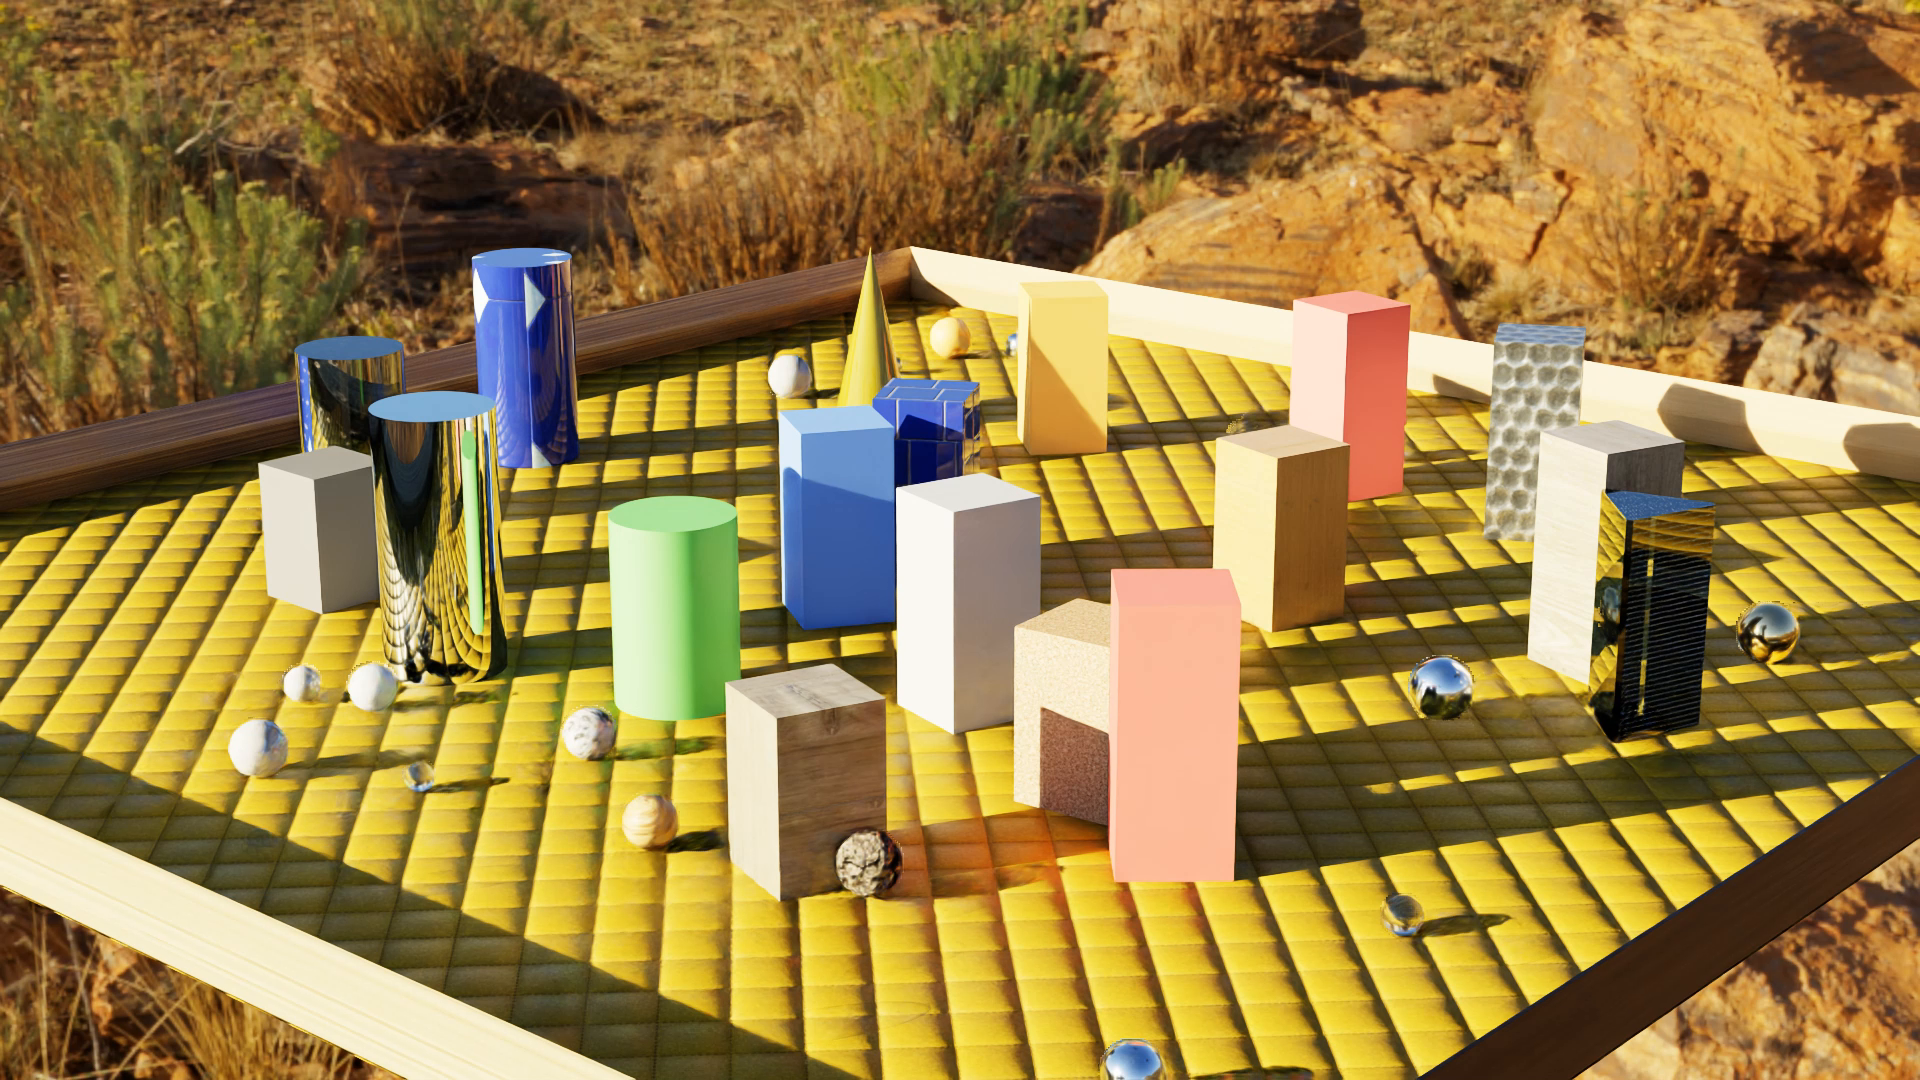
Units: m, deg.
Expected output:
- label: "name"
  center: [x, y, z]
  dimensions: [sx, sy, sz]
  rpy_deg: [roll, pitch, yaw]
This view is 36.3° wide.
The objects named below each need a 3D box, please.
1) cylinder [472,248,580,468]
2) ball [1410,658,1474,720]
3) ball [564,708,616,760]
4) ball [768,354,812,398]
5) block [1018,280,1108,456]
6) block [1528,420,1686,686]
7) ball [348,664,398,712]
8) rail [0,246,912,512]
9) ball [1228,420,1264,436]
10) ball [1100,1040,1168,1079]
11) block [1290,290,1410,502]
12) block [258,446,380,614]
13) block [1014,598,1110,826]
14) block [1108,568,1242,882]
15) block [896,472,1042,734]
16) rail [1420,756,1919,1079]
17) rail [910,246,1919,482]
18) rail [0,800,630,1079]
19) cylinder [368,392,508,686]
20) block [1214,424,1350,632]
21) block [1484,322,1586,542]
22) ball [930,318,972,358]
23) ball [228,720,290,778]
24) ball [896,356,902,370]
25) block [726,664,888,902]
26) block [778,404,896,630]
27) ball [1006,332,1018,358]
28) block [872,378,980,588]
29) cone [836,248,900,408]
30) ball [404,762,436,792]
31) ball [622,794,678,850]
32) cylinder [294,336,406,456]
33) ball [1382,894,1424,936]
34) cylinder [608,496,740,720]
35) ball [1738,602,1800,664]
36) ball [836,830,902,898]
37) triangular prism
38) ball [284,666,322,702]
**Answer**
- label: "cylinder"
  center: [-0.883, -0.371, 5.971]
  dimensions: [0.200, 0.414, 0.200]
  rpy_deg: [0, 17, 0]
- label: "ball"
  center: [0.744, 0.230, 4.525]
  dimensions: [0.097, 0.097, 0.097]
  rpy_deg: [0, 17, 0]
- label: "ball"
  center: [-0.551, 0.288, 4.363]
  dimensions: [0.078, 0.078, 0.078]
  rpy_deg: [0, 17, 0]
- label: "ball"
  center: [-0.376, -0.362, 6.489]
  dimensions: [0.097, 0.097, 0.097]
  rpy_deg: [0, 17, 0]
- label: "block"
  center: [0.212, -0.358, 6.076]
  dimensions: [0.160, 0.329, 0.160]
  rpy_deg: [-2, 17, -8]
- label: "block"
  center: [1.040, 0.019, 4.726]
  dimensions: [0.160, 0.384, 0.160]
  rpy_deg: [-9, 19, -28]
- label: "ball"
  center: [-0.913, 0.230, 4.561]
  dimensions: [0.075, 0.075, 0.075]
  rpy_deg: [0, 17, 0]
- label: "rail"
  center: [-1.292, -0.291, 6.193]
  dimensions: [0.045, 0.130, 3.606]
  rpy_deg: [14, 22, 39]
- label: "ball"
  center: [0.587, -0.205, 5.998]
  dimensions: [0.080, 0.080, 0.080]
  rpy_deg: [0, 17, 0]
- label: "ball"
  center: [0.196, 0.605, 3.316]
  dimensions: [0.076, 0.076, 0.076]
  rpy_deg: [0, 17, 0]
- label: "block"
  center: [0.760, -0.282, 5.740]
  dimensions: [0.160, 0.375, 0.160]
  rpy_deg: [-11, 20, -32]
- label: "block"
  center: [-1.099, -0.020, 5.105]
  dimensions: [0.160, 0.240, 0.160]
  rpy_deg: [15, 22, 40]
- label: "block"
  center: [0.189, 0.243, 4.191]
  dimensions: [0.160, 0.264, 0.160]
  rpy_deg: [12, 20, 34]
- label: "block"
  center: [0.286, 0.249, 3.954]
  dimensions: [0.160, 0.390, 0.160]
  rpy_deg: [0, 17, -1]
- label: "block"
  center: [0.013, 0.095, 4.527]
  dimensions: [0.160, 0.353, 0.160]
  rpy_deg: [-11, 20, -32]
- label: "rail"
  center: [1.292, 0.356, 4.046]
  dimensions: [0.045, 0.130, 3.606]
  rpy_deg: [14, 22, 39]
- label: "rail"
  center: [1.167, -0.355, 6.406]
  dimensions: [3.468, 0.130, 0.045]
  rpy_deg: [14, 22, 39]
- label: "rail"
  center: [-1.167, 0.420, 3.833]
  dimensions: [3.468, 0.130, 0.045]
  rpy_deg: [14, 22, 39]
- label: "cylinder"
  center: [-0.837, -0.004, 4.713]
  dimensions: [0.200, 0.435, 0.200]
  rpy_deg: [0, 17, 0]
- label: "block"
  center: [0.546, -0.021, 5.000]
  dimensions: [0.160, 0.304, 0.160]
  rpy_deg: [-11, 20, -32]
- label: "block"
  center: [1.072, -0.199, 5.465]
  dimensions: [0.160, 0.377, 0.160]
  rpy_deg: [4, 17, 13]
- label: "ball"
  center: [-0.022, -0.472, 6.854]
  dimensions: [0.098, 0.098, 0.098]
  rpy_deg: [0, 17, 0]
- label: "ball"
  center: [-1.026, 0.305, 4.293]
  dimensions: [0.086, 0.086, 0.086]
  rpy_deg: [0, 17, 0]
- label: "ball"
  center: [-0.155, -0.399, 6.700]
  dimensions: [0.046, 0.046, 0.046]
  rpy_deg: [0, 17, 0]
- label: "block"
  center: [-0.206, 0.323, 3.937]
  dimensions: [0.160, 0.258, 0.160]
  rpy_deg: [-9, 19, -27]
- label: "block"
  center: [-0.210, -0.040, 4.997]
  dimensions: [0.160, 0.342, 0.160]
  rpy_deg: [-5, 17, -16]
- label: "ball"
  center: [0.137, -0.455, 6.861]
  dimensions: [0.061, 0.061, 0.061]
  rpy_deg: [0, 17, 0]
- label: "block"
  center: [-0.058, -0.098, 5.189]
  dimensions: [0.160, 0.342, 0.160]
  rpy_deg: [3, 17, 11]
- label: "cone"
  center: [-0.177, -0.363, 5.870]
  dimensions: [0.200, 0.457, 0.200]
  rpy_deg: [0, 17, 0]
- label: "ball"
  center: [-0.781, 0.343, 4.240]
  dimensions: [0.044, 0.044, 0.044]
  rpy_deg: [0, 17, 0]
- label: "ball"
  center: [-0.426, 0.388, 4.033]
  dimensions: [0.078, 0.078, 0.078]
  rpy_deg: [0, 17, 0]
- label: "cylinder"
  center: [-1.140, -0.197, 5.521]
  dimensions: [0.200, 0.339, 0.200]
  rpy_deg: [0, 17, 0]
- label: "ball"
  center: [0.568, 0.482, 3.763]
  dimensions: [0.053, 0.053, 0.053]
  rpy_deg: [0, 17, 0]
- label: "cylinder"
  center: [-0.444, 0.105, 4.581]
  dimensions: [0.200, 0.304, 0.200]
  rpy_deg: [0, 17, 0]
- label: "ball"
  center: [1.319, 0.152, 4.782]
  dimensions: [0.098, 0.098, 0.098]
  rpy_deg: [0, 17, 0]
- label: "ball"
  center: [-0.120, 0.427, 3.870]
  dimensions: [0.088, 0.088, 0.088]
  rpy_deg: [0, 17, 0]
- label: "triangular prism"
  center: [1.025, 0.108, 4.486]
  dimensions: [0.173, 0.352, 0.150]
  rpy_deg: [-10, 19, -29]
- label: "ball"
  center: [-1.032, 0.227, 4.603]
  dimensions: [0.058, 0.058, 0.058]
  rpy_deg: [0, 17, 0]
